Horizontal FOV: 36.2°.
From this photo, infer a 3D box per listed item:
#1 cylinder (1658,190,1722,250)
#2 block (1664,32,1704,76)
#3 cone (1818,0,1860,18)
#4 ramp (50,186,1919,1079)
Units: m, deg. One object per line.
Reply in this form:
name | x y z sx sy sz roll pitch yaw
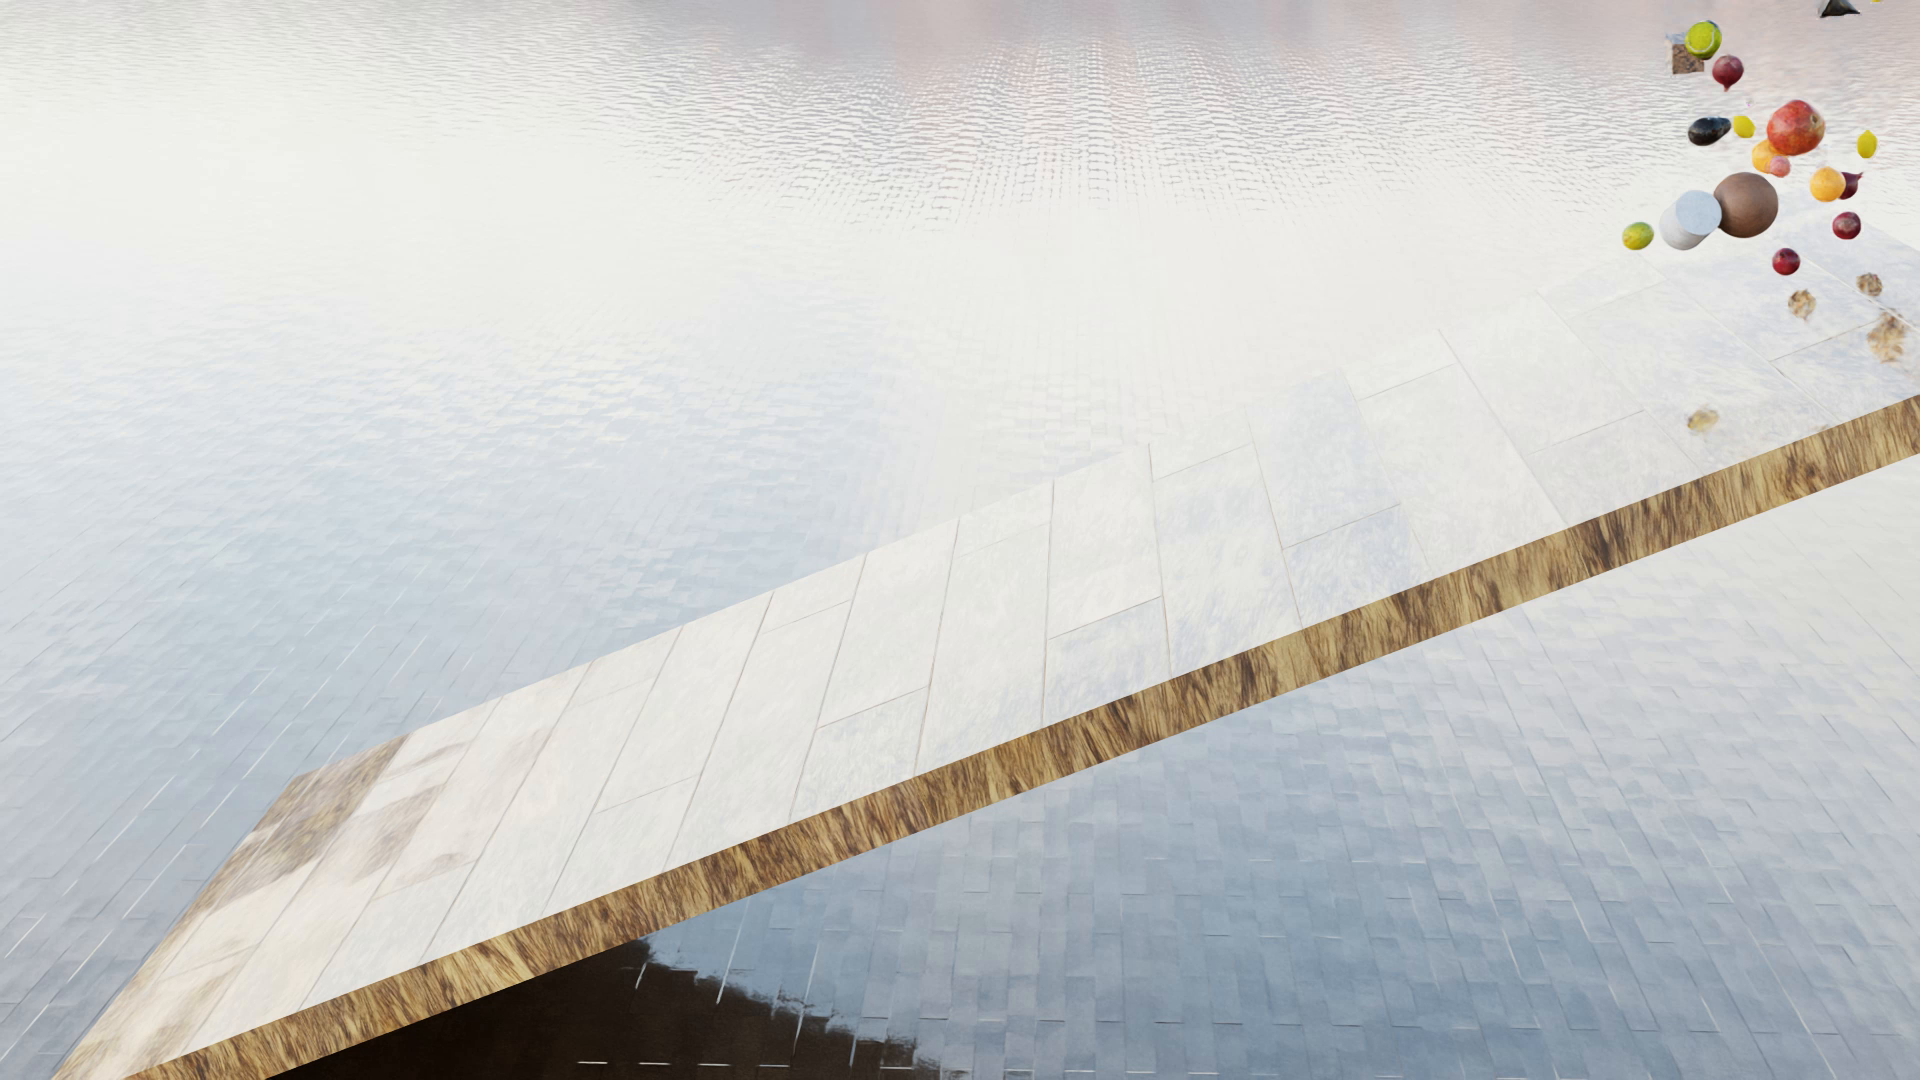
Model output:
cylinder | 1.418 -0.622 5.716 0.093 0.093 0.093 -2 -13 -8
block | 1.496 -1.005 6.073 0.065 0.065 0.065 -7 27 1
cone | 1.697 -1.025 5.658 0.069 0.069 0.069 20 15 1
ramp | 0.126 0.172 6.289 4.000 0.100 2.000 -21 12 8
